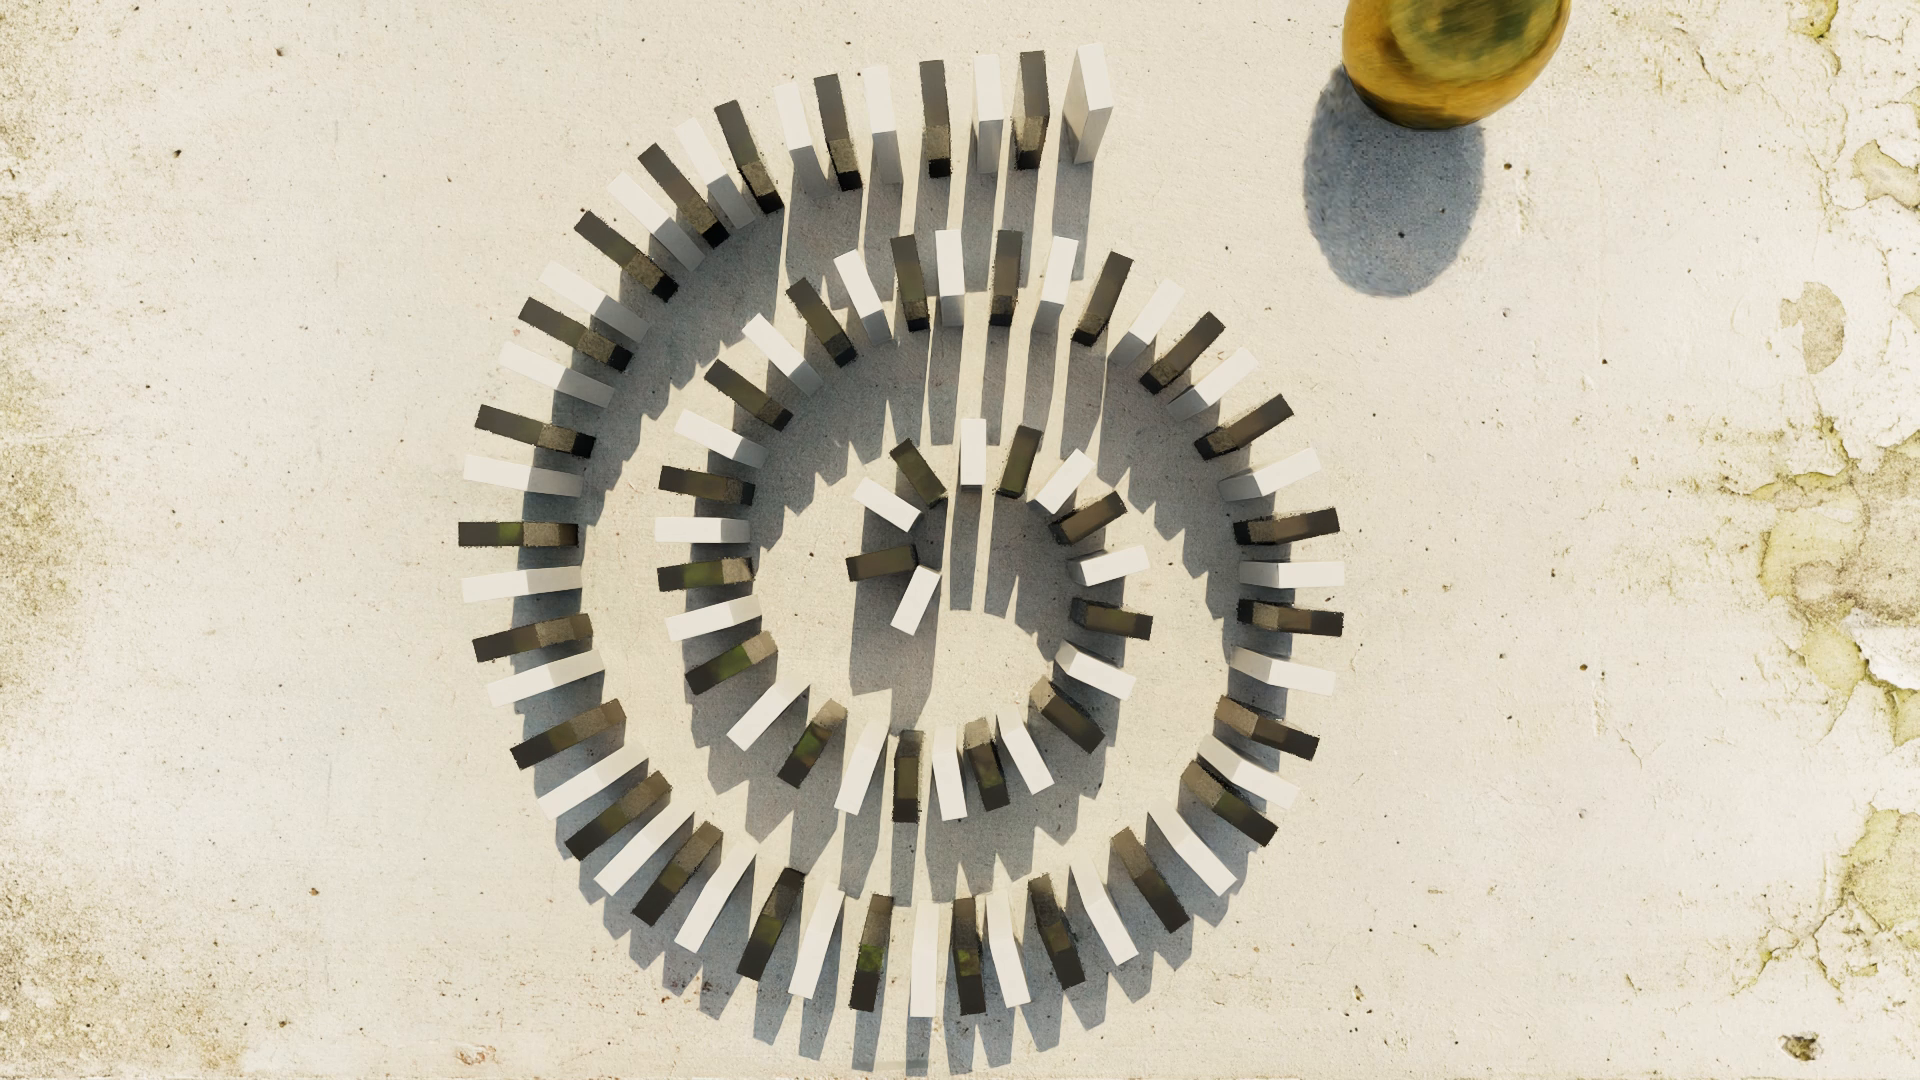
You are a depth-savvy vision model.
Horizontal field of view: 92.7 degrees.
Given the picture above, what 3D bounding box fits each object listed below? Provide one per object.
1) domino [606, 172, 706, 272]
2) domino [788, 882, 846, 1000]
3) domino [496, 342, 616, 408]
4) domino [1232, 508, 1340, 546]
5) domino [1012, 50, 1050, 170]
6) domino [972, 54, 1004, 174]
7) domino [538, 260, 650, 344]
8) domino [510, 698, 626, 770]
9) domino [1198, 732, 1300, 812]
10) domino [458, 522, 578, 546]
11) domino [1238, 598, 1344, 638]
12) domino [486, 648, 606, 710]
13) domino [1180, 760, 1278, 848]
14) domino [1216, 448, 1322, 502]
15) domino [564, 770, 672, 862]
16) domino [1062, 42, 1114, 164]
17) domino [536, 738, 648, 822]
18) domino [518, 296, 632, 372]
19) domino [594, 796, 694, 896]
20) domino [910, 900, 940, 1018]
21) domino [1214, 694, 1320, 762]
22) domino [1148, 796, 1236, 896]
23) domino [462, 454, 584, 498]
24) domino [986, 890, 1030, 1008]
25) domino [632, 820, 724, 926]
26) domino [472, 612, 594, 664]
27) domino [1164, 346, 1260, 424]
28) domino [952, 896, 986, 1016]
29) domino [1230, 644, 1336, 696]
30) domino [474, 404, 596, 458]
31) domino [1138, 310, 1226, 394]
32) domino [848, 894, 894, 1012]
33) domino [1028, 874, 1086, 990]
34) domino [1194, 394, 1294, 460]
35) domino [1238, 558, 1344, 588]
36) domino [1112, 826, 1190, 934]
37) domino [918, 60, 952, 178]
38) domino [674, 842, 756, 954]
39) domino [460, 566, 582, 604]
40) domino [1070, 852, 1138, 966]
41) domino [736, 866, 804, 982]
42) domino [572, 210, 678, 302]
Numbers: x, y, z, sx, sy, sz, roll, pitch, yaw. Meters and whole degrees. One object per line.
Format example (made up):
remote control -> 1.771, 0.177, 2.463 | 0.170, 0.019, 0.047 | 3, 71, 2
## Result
domino -> -0.123, -0.129, 0.375 | 0.025, 0.050, 0.010 | 44, 90, 0
domino -> -0.058, 0.162, 0.375 | 0.010, 0.050, 0.025 | 17, 90, 0
domino -> -0.164, -0.067, 0.375 | 0.025, 0.050, 0.010 | 24, 90, 0
domino -> 0.132, -0.005, 0.375 | 0.025, 0.050, 0.009 | -12, 90, 0
domino -> 0.029, -0.174, 0.375 | 0.009, 0.050, 0.025 | -5, 90, 0
domino -> 0.011, -0.173, 0.375 | 0.009, 0.050, 0.025 | -5, 90, 0
domino -> -0.148, -0.096, 0.375 | 0.025, 0.050, 0.009 | 32, 90, 0
domino -> -0.159, 0.079, 0.375 | 0.025, 0.050, 0.010 | -26, 90, 0
domino -> 0.117, 0.094, 0.375 | 0.025, 0.050, 0.010 | 27, 90, 0
domino -> -0.179, -0.002, 0.375 | 0.025, 0.050, 0.010 | 0, 90, 0
domino -> 0.134, 0.031, 0.375 | 0.025, 0.050, 0.009 | 5, 90, 0
domino -> -0.168, 0.056, 0.375 | 0.025, 0.050, 0.009 | -19, 90, 0
domino -> 0.109, 0.107, 0.375 | 0.025, 0.050, 0.009 | 35, 90, 0
domino -> 0.125, -0.026, 0.375 | 0.025, 0.050, 0.010 | -24, 90, 0
domino -> -0.139, 0.112, 0.375 | 0.025, 0.050, 0.010 | -38, 90, 0
domino -> 0.052, -0.177, 0.375 | 0.009, 0.050, 0.025 | -11, 90, 0
domino -> -0.149, 0.097, 0.375 | 0.025, 0.050, 0.009 | -32, 90, 0
domino -> -0.156, -0.083, 0.375 | 0.025, 0.050, 0.010 | 28, 90, 0
domino -> -0.128, 0.124, 0.375 | 0.009, 0.050, 0.025 | 44, 90, 0
domino -> -0.014, 0.170, 0.375 | 0.010, 0.050, 0.025 | 2, 90, 0
domino -> 0.124, 0.076, 0.375 | 0.025, 0.050, 0.010 | 20, 90, 0
domino -> 0.094, 0.124, 0.375 | 0.009, 0.050, 0.025 | -43, 90, 0
domino -> -0.177, -0.026, 0.375 | 0.025, 0.050, 0.010 | 11, 90, 0
domino -> 0.019, 0.166, 0.375 | 0.009, 0.050, 0.025 | -15, 90, 0
domino -> -0.114, 0.135, 0.375 | 0.009, 0.050, 0.025 | 36, 90, 0
domino -> -0.173, 0.039, 0.375 | 0.025, 0.050, 0.010 | -15, 90, 0
domino -> 0.102, -0.063, 0.375 | 0.025, 0.050, 0.009 | -40, 90, 0
domino -> 0.004, 0.169, 0.375 | 0.010, 0.050, 0.025 | -8, 90, 0
domino -> 0.131, 0.053, 0.375 | 0.025, 0.050, 0.010 | 12, 90, 0
domino -> -0.172, -0.044, 0.375 | 0.025, 0.050, 0.009 | 17, 90, 0
domino -> 0.090, -0.075, 0.375 | 0.010, 0.050, 0.025 | 44, 90, 0
domino -> -0.036, 0.167, 0.375 | 0.010, 0.050, 0.025 | 10, 90, 0
domino -> 0.039, 0.159, 0.375 | 0.010, 0.050, 0.025 | -23, 90, 0
domino -> 0.115, -0.045, 0.375 | 0.025, 0.050, 0.009 | -33, 90, 0
domino -> 0.134, 0.013, 0.375 | 0.025, 0.050, 0.009 | -2, 90, 0
domino -> 0.077, 0.138, 0.375 | 0.010, 0.050, 0.025 | -36, 90, 0
domino -> -0.010, -0.171, 0.375 | 0.009, 0.050, 0.025 | -6, 90, 0
domino -> -0.099, 0.145, 0.375 | 0.010, 0.050, 0.025 | 29, 90, 0
domino -> -0.178, 0.018, 0.375 | 0.025, 0.050, 0.009 | -8, 90, 0
domino -> 0.058, 0.150, 0.375 | 0.009, 0.050, 0.025 | -29, 90, 0
domino -> -0.077, 0.156, 0.375 | 0.009, 0.050, 0.025 | 22, 90, 0
domino -> -0.135, -0.115, 0.375 | 0.025, 0.050, 0.009 | 38, 90, 0
